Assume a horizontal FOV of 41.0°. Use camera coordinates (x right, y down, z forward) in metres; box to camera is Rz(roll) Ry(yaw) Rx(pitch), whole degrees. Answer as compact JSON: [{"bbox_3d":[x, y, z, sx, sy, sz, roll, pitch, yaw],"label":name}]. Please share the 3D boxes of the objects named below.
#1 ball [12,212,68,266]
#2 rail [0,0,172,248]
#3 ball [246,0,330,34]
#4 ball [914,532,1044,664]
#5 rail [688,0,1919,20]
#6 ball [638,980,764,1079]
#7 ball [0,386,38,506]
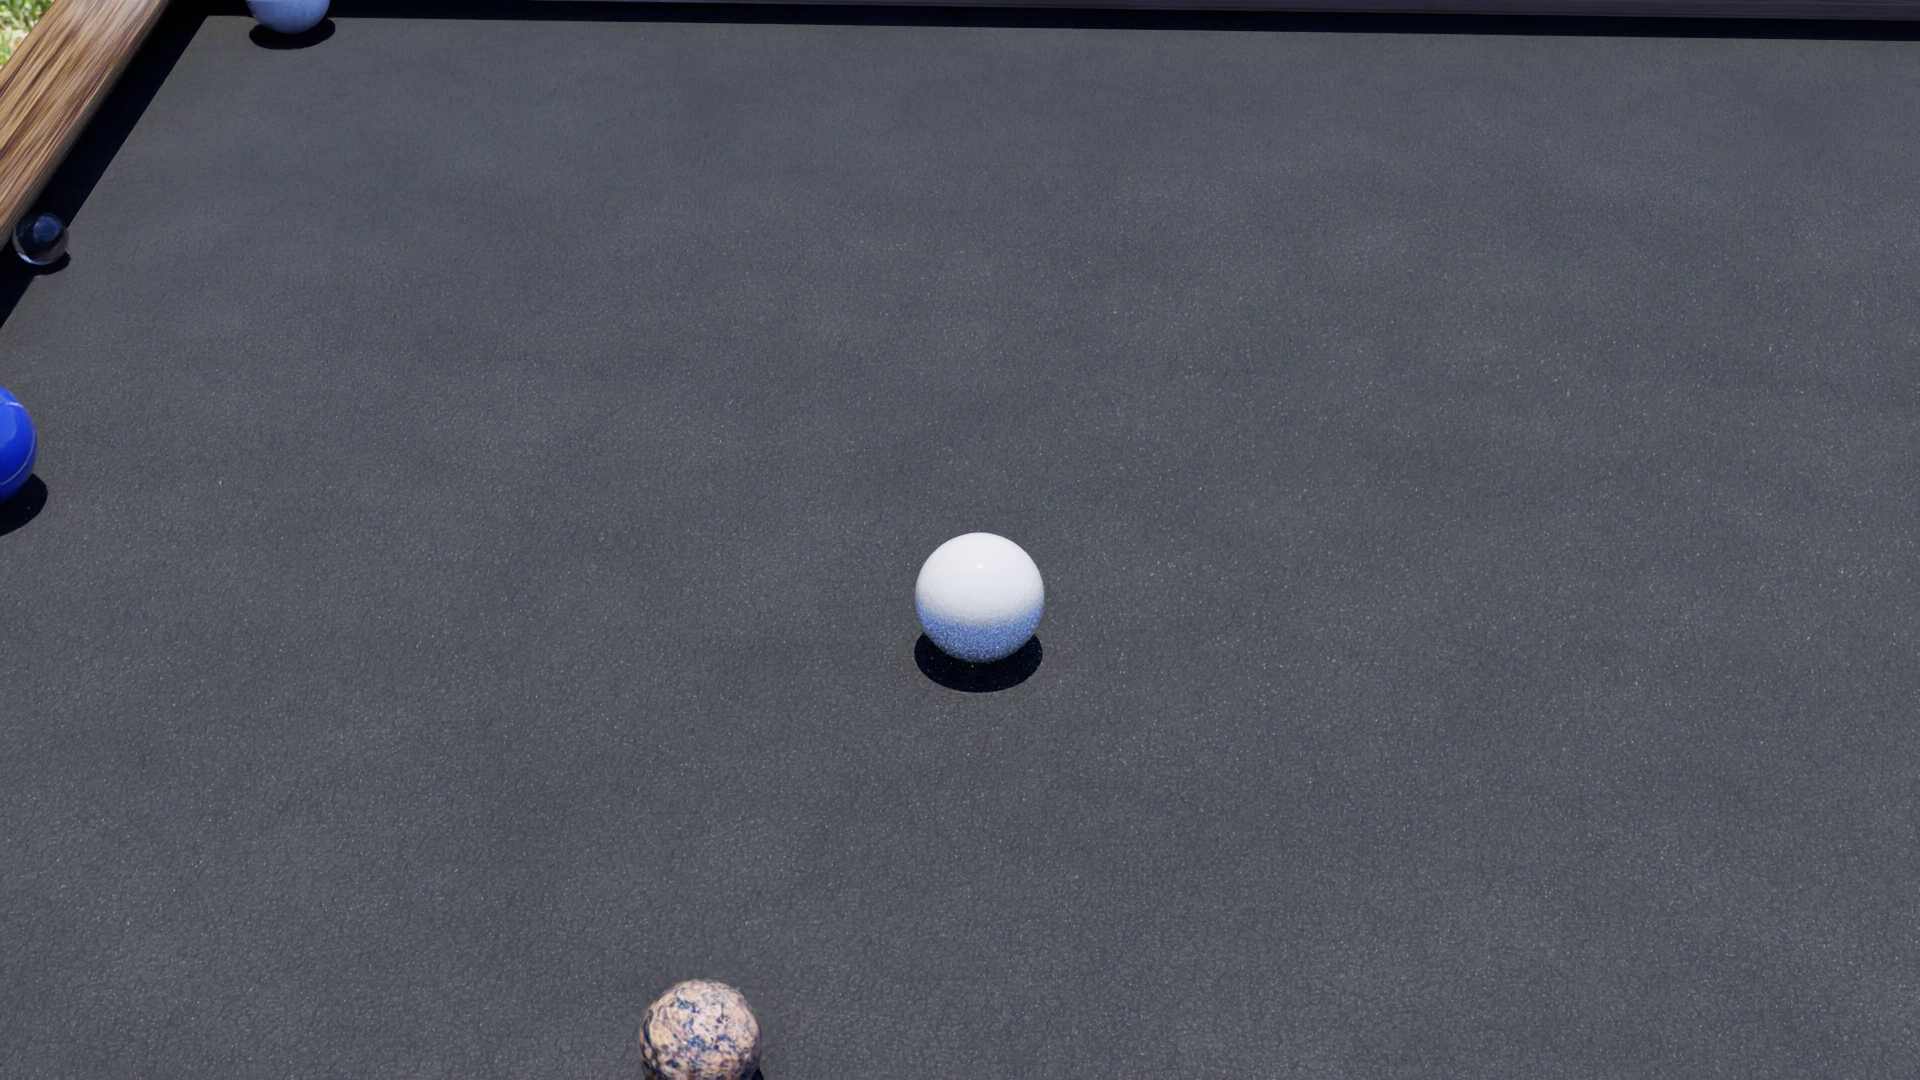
[{"bbox_3d":[-0.763,-0.249,2.126,0.043,0.043,0.043,0,36,0],"label":"ball"},{"bbox_3d":[-0.799,-0.042,1.762,0.045,0.126,1.927,1,36,2],"label":"rail"},{"bbox_3d":[-0.652,-0.532,2.488,0.083,0.083,0.083,0,36,0],"label":"ball"},{"bbox_3d":[0.013,0.038,1.687,0.086,0.086,0.086,0,36,0],"label":"ball"},{"bbox_3d":[0.857,-0.554,2.479,3.294,0.126,0.045,1,36,2],"label":"rail"},{"bbox_3d":[-0.140,0.270,1.379,0.067,0.067,0.067,0,36,0],"label":"ball"},{"bbox_3d":[-0.707,-0.067,1.825,0.097,0.097,0.097,0,36,0],"label":"ball"}]
